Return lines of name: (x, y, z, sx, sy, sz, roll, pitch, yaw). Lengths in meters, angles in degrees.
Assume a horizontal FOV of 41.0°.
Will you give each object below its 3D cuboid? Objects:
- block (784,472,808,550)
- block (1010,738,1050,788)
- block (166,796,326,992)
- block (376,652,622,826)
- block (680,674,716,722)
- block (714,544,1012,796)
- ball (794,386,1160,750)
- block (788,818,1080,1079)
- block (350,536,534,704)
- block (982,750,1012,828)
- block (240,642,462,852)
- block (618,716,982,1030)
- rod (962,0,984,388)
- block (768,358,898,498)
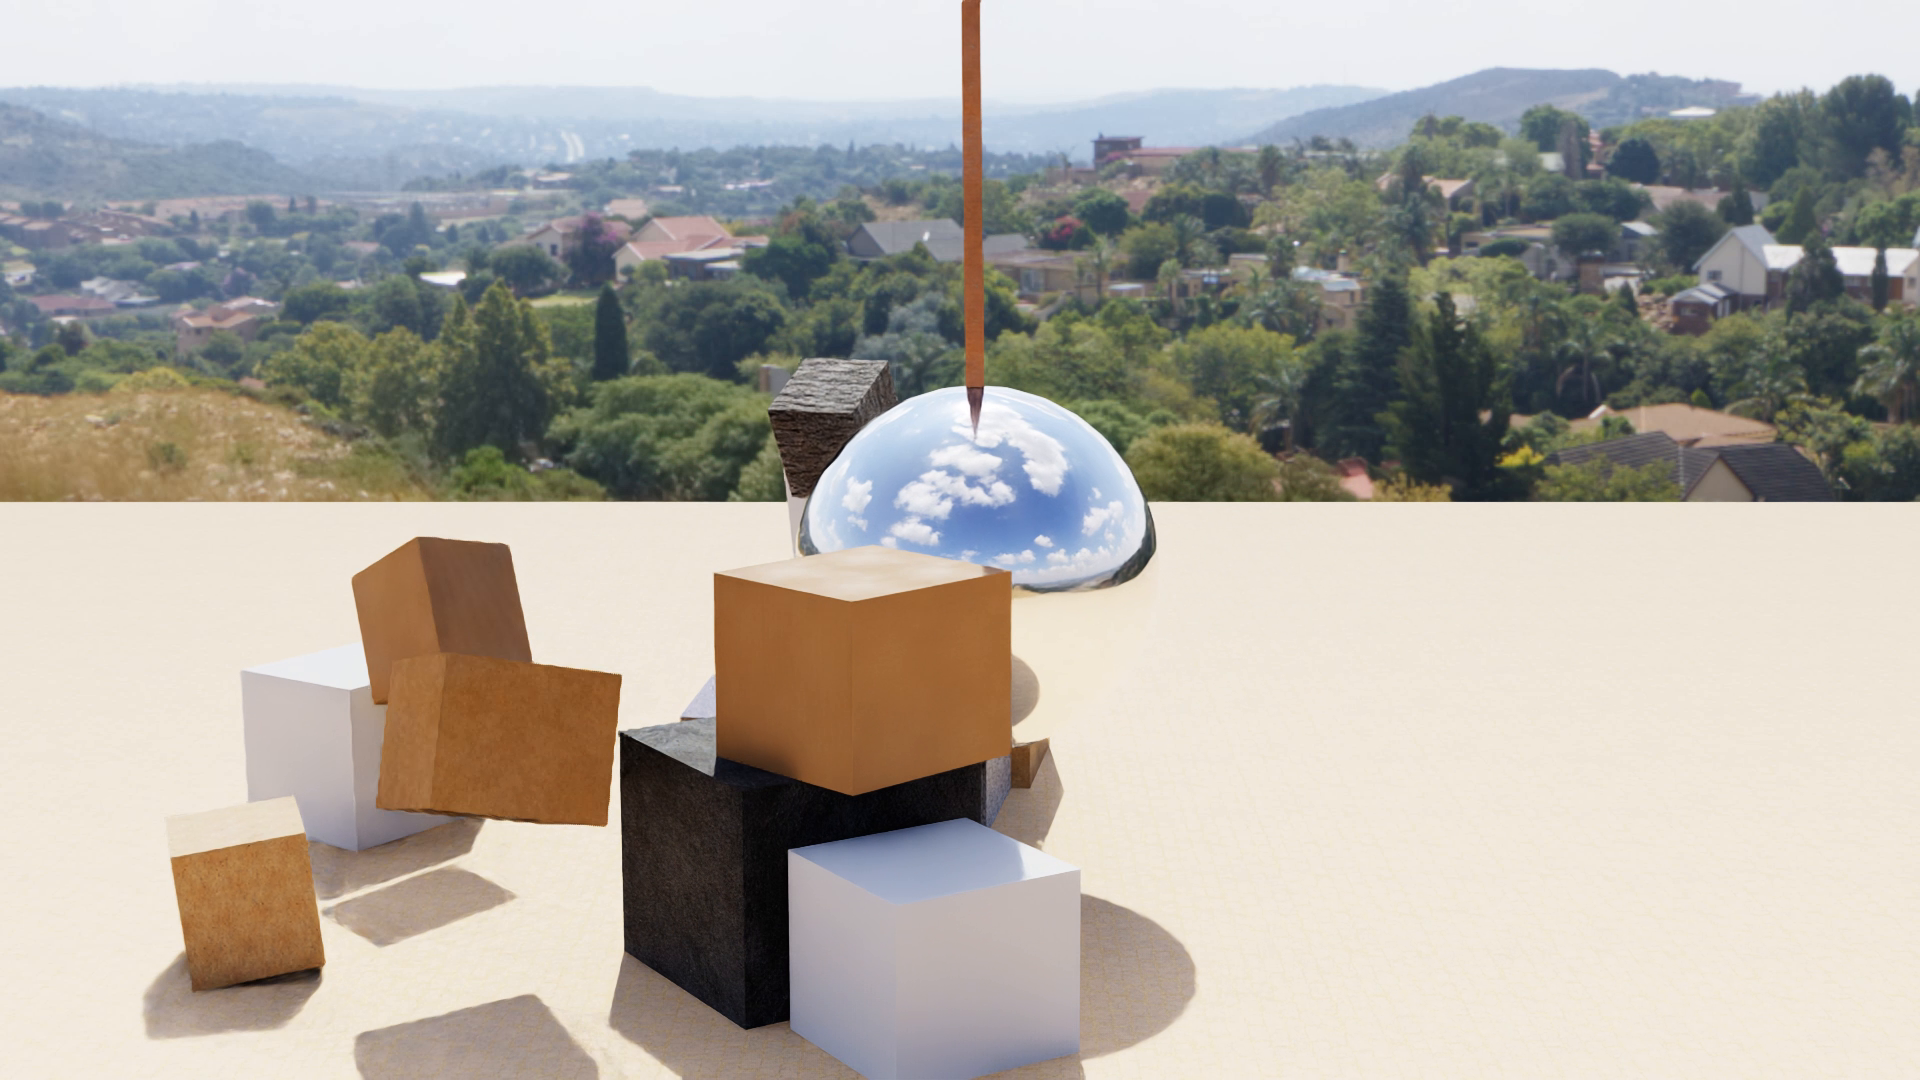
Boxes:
block: (-0.265, -0.093, 12.442, 0.858, 0.801, 0.792, -20, 34, -25)
block: (-0.011, 0.660, 13.147, 0.852, 0.997, 0.845, 2, 10, 8)
block: (-2.846, 1.397, 10.208, 0.509, 0.551, 0.550, -9, 13, -17)
block: (-1.783, 0.779, 9.892, 0.693, 0.579, 0.694, 9, -9, -28)
block: (-0.811, 1.077, 11.492, 0.734, 0.770, 0.801, 1, 10, 5)
block: (-0.370, 0.475, 9.814, 0.775, 0.720, 0.827, 10, 14, 44)
ball: (0.075, 0.124, 11.203, 1.600, 1.600, 1.600, 0, 10, 0)
block: (-0.099, 1.500, 9.376, 0.774, 0.694, 0.768, -6, 12, -32)
block: (-2.364, 0.380, 11.717, 0.511, 0.616, 0.524, -27, -21, 35)
block: (-0.277, 0.917, 12.371, 0.943, 0.770, 0.828, 2, 10, 9)
block: (-2.815, 0.954, 12.181, 0.751, 0.757, 0.832, 7, 12, 35)
block: (-0.640, 1.242, 10.170, 1.045, 0.917, 1.046, -7, 12, -32)
rod: (0.032, -3.221, 10.595, 0.080, 5.200, 0.080, -1, 10, 0)
block: (-0.556, -0.512, 11.886, 0.427, 0.491, 0.436, 4, 38, 23)
